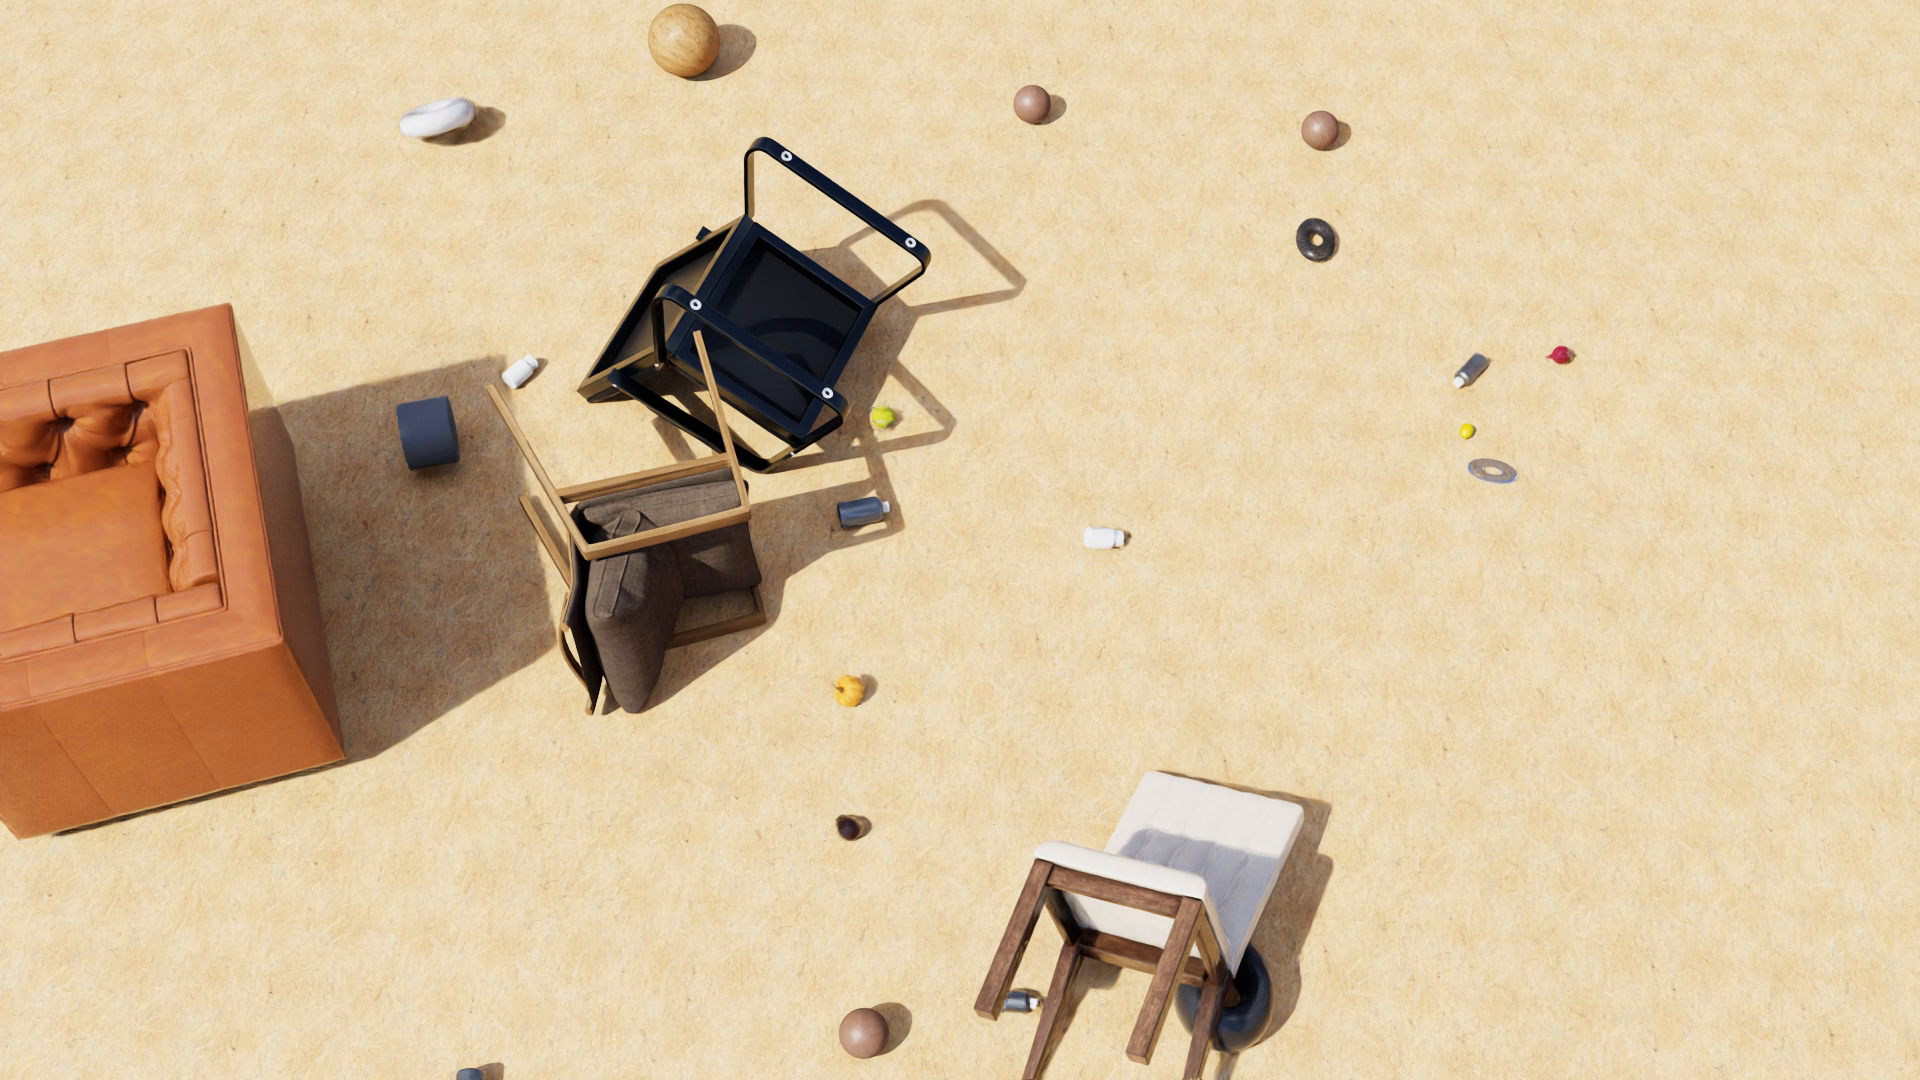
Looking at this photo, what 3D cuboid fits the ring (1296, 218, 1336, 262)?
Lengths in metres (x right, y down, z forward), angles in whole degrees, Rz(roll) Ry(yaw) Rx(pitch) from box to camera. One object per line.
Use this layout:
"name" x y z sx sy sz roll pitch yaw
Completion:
"ring" 1.166 -0.985 7.209 0.132 0.044 0.184 2 55 0

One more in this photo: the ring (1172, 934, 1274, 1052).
"ring" 0.680 1.170 5.686 0.265 0.169 0.311 -6 53 -6

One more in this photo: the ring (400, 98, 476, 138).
"ring" -1.766 -1.426 7.429 0.265 0.077 0.258 -30 27 -32

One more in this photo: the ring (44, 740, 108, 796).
"ring" -2.460 0.636 6.115 0.176 0.055 0.171 -31 61 -20

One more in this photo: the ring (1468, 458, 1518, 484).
"ring" 1.622 -0.211 6.701 0.156 0.024 0.088 13 56 9

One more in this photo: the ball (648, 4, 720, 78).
"ball" -0.952 -1.723 7.580 0.249 0.249 0.249 0 56 0

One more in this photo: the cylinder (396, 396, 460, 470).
"cylinder" -1.612 -0.324 6.673 0.149 0.197 0.205 -11 46 -7
